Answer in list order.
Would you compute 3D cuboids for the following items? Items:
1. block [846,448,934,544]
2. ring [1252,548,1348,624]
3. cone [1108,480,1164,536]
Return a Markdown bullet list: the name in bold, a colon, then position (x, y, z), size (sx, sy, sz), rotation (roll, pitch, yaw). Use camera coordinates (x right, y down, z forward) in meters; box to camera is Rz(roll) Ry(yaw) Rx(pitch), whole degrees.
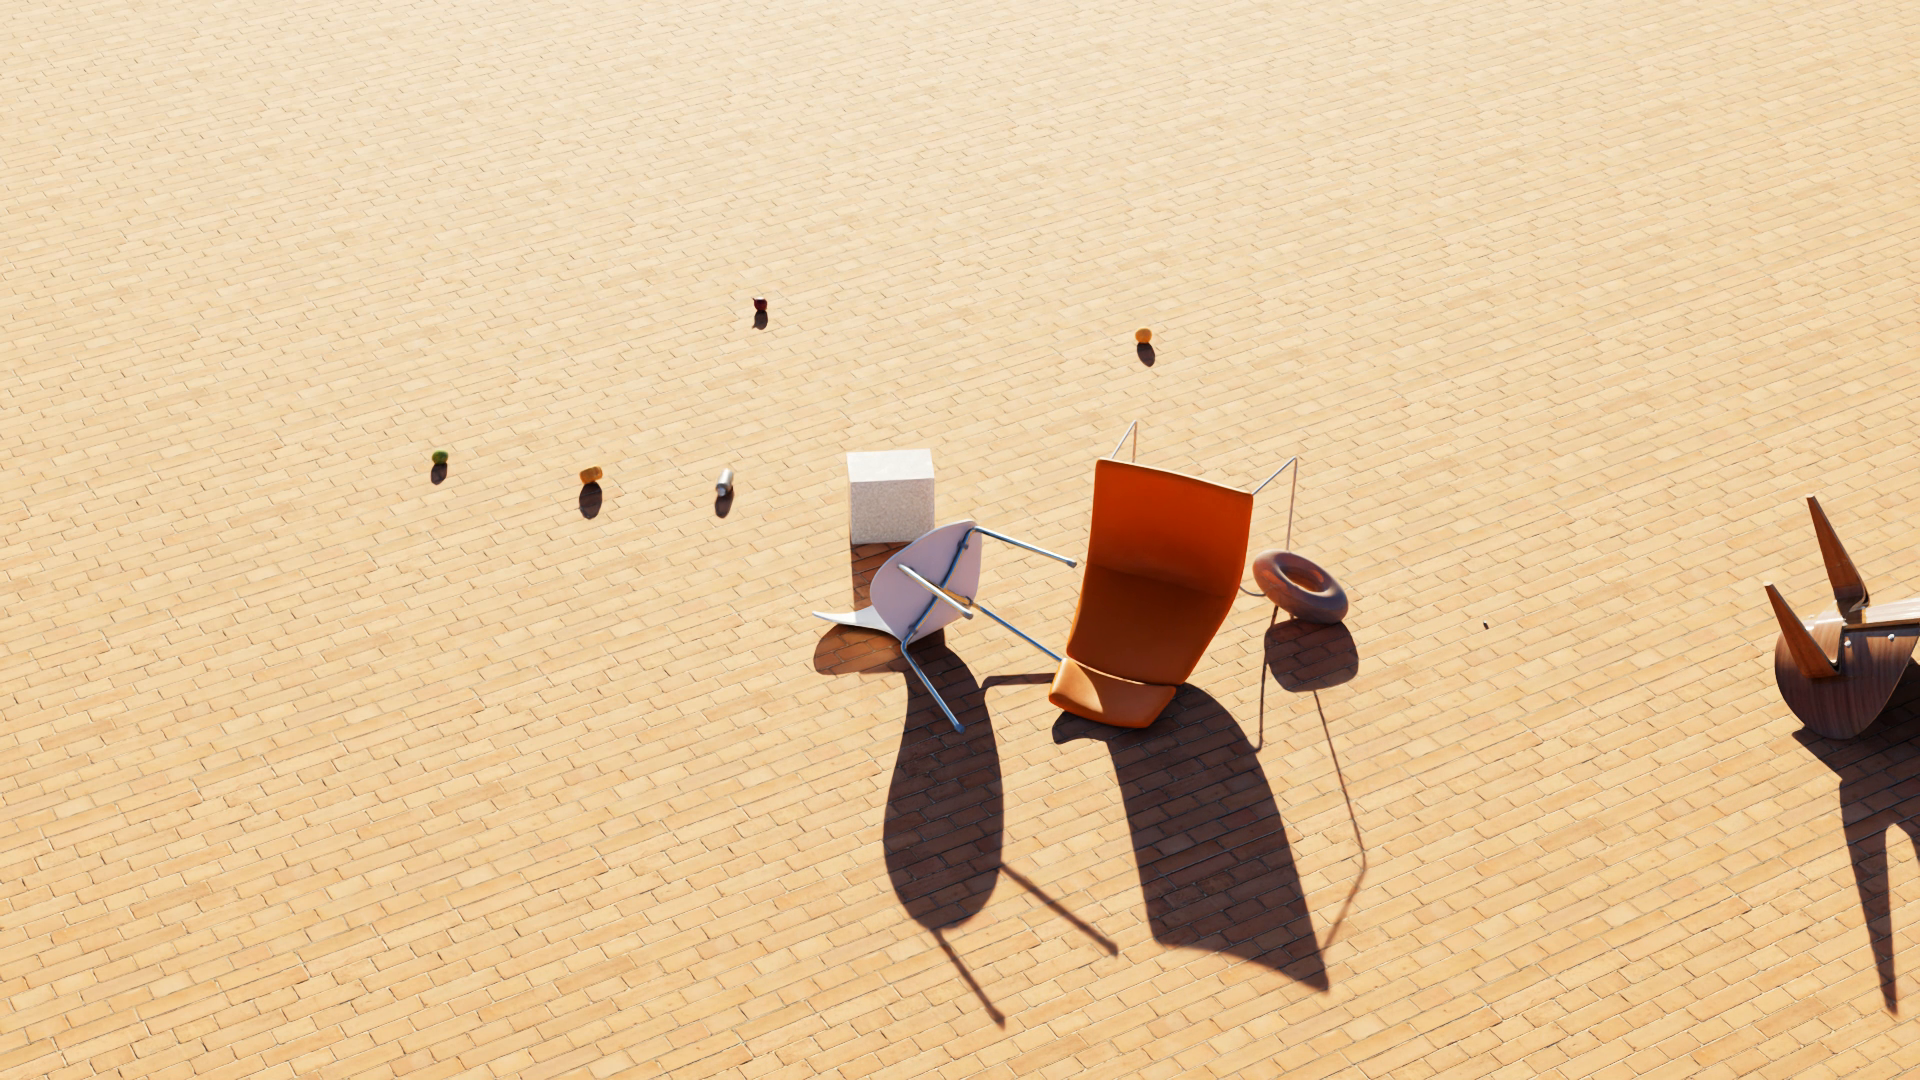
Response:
- **block**: position (-0.258, -0.162, 10.940), size (0.311, 0.275, 0.202), rotation (-3, 34, -5)
- **ring**: position (1.221, 0.167, 10.522), size (0.394, 0.125, 0.218), rotation (33, 50, 19)
- **cone**: position (0.696, -0.089, 10.993), size (0.231, 0.220, 0.181), rotation (-23, 70, -3)
